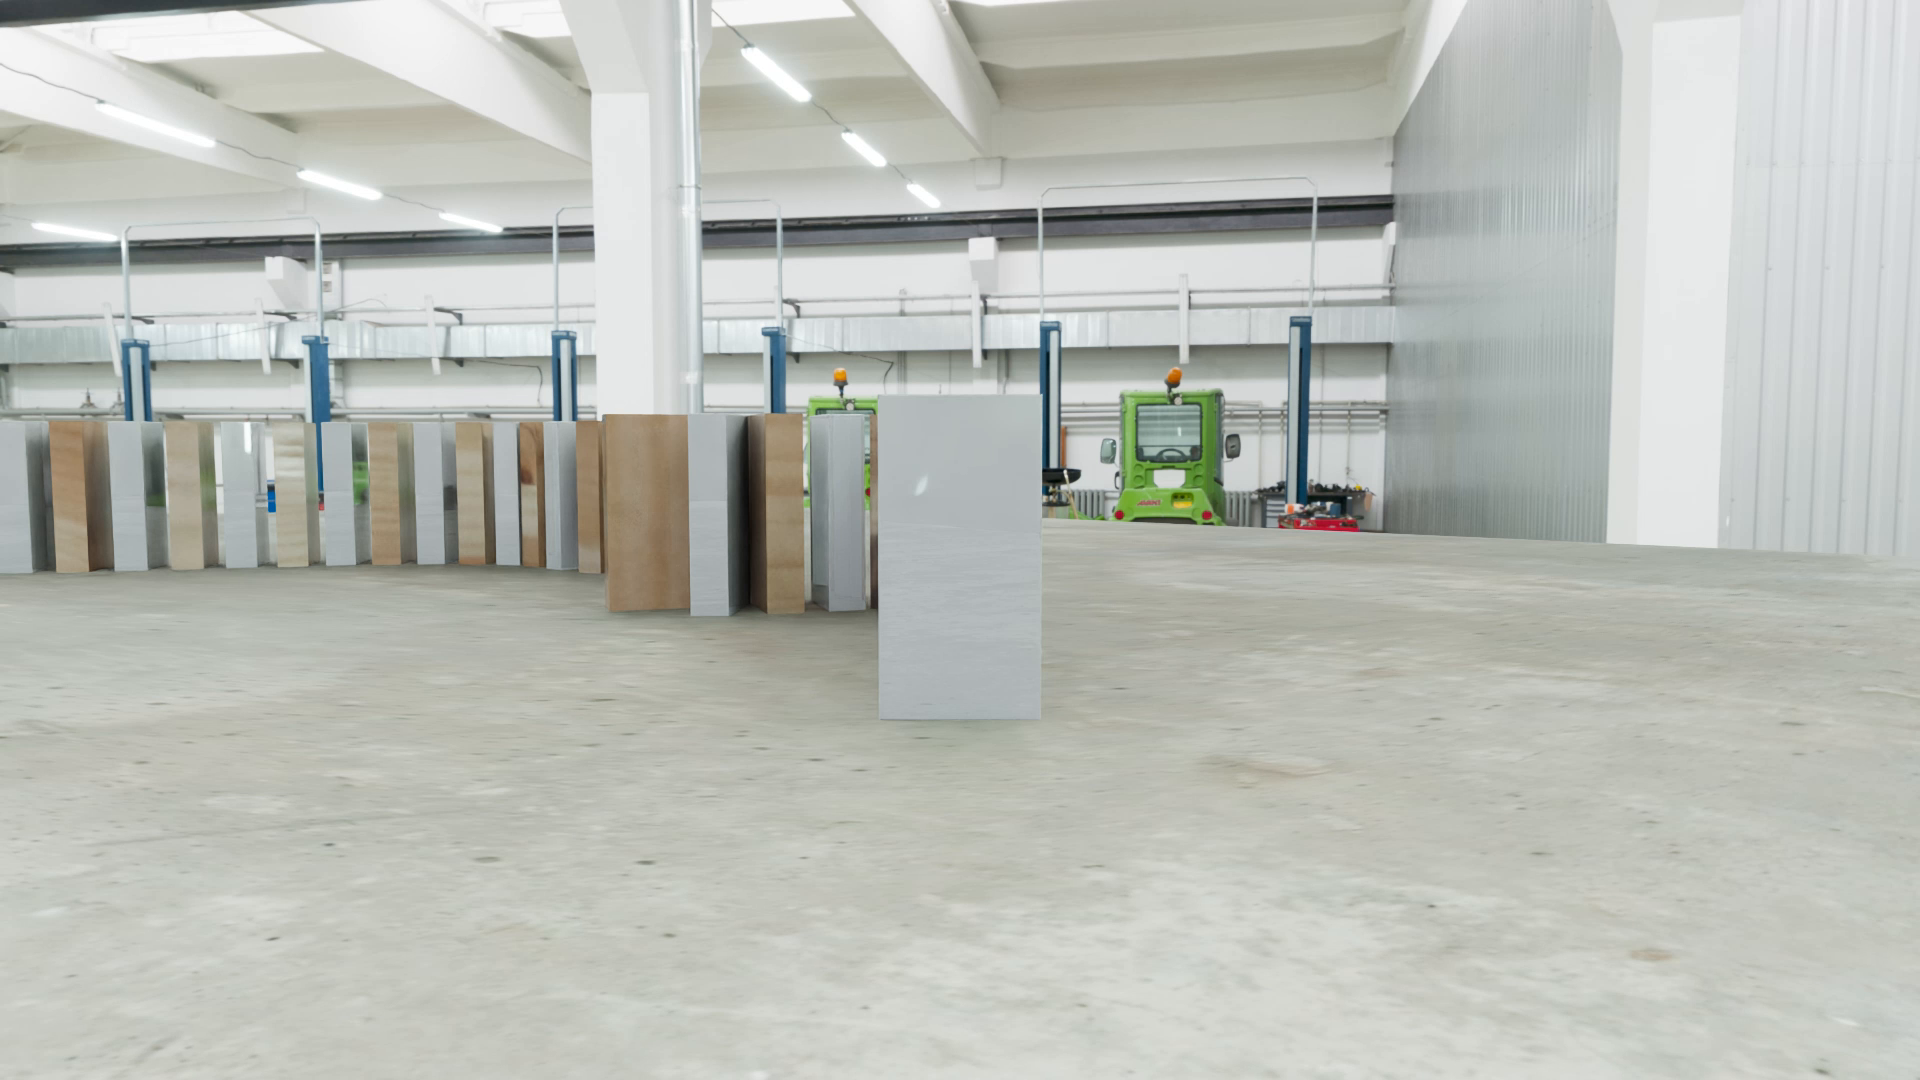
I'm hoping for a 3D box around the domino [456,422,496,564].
[{"bbox_3d":[-0.171,-0.017,0.464,0.009,0.050,0.025,0,4,5],"label":"domino"}]

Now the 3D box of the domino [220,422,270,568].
[{"bbox_3d":[-0.251,-0.016,0.450,0.010,0.050,0.025,-2,5,-19],"label":"domino"}]

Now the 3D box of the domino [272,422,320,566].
[{"bbox_3d":[-0.235,-0.017,0.455,0.009,0.050,0.025,-1,4,-17],"label":"domino"}]

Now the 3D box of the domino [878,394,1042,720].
[{"bbox_3d":[0.000,0.002,0.201,0.025,0.050,0.009,0,4,0],"label":"domino"}]

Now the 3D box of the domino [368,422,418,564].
[{"bbox_3d":[-0.204,-0.017,0.462,0.009,0.050,0.025,-1,4,-8],"label":"domino"}]

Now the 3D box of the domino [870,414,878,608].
[{"bbox_3d":[-0.017,-0.008,0.342,0.009,0.050,0.025,0,4,6],"label":"domino"}]

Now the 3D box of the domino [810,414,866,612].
[{"bbox_3d":[-0.032,-0.008,0.337,0.010,0.050,0.025,-1,4,-17],"label":"domino"}]

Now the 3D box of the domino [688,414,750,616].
[{"bbox_3d":[-0.061,-0.007,0.328,0.009,0.050,0.025,0,4,3],"label":"domino"}]

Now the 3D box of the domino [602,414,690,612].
[{"bbox_3d":[-0.079,-0.007,0.333,0.025,0.050,0.009,-2,5,-21],"label":"domino"}]

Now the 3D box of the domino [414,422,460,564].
[{"bbox_3d":[-0.187,-0.017,0.464,0.009,0.050,0.025,0,4,-3],"label":"domino"}]

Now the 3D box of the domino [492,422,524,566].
[{"bbox_3d":[-0.155,-0.017,0.461,0.009,0.050,0.025,1,4,16],"label":"domino"}]

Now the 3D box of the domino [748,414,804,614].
[{"bbox_3d":[-0.048,-0.007,0.332,0.009,0.050,0.025,-1,5,-19],"label":"domino"}]

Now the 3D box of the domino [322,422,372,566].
[{"bbox_3d":[-0.220,-0.017,0.460,0.009,0.050,0.025,-1,4,-13],"label":"domino"}]

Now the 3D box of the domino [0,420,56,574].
[{"bbox_3d":[-0.313,-0.015,0.432,0.009,0.050,0.025,-1,4,-12],"label":"domino"}]

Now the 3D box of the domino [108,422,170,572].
[{"bbox_3d":[-0.281,-0.015,0.440,0.010,0.050,0.025,-1,4,-17],"label":"domino"}]

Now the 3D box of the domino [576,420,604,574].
[{"bbox_3d":[-0.116,-0.015,0.432,0.009,0.050,0.025,2,5,28],"label":"domino"}]

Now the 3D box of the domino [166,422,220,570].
[{"bbox_3d":[-0.266,-0.016,0.445,0.009,0.050,0.025,-1,5,-19],"label":"domino"}]

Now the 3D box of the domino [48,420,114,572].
[{"bbox_3d":[-0.297,-0.015,0.435,0.009,0.050,0.025,-1,4,-14],"label":"domino"}]

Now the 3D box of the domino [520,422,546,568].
[{"bbox_3d":[-0.141,-0.016,0.453,0.009,0.050,0.025,3,5,39],"label":"domino"}]

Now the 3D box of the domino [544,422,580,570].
[{"bbox_3d":[-0.129,-0.016,0.442,0.009,0.050,0.025,4,6,43],"label":"domino"}]
